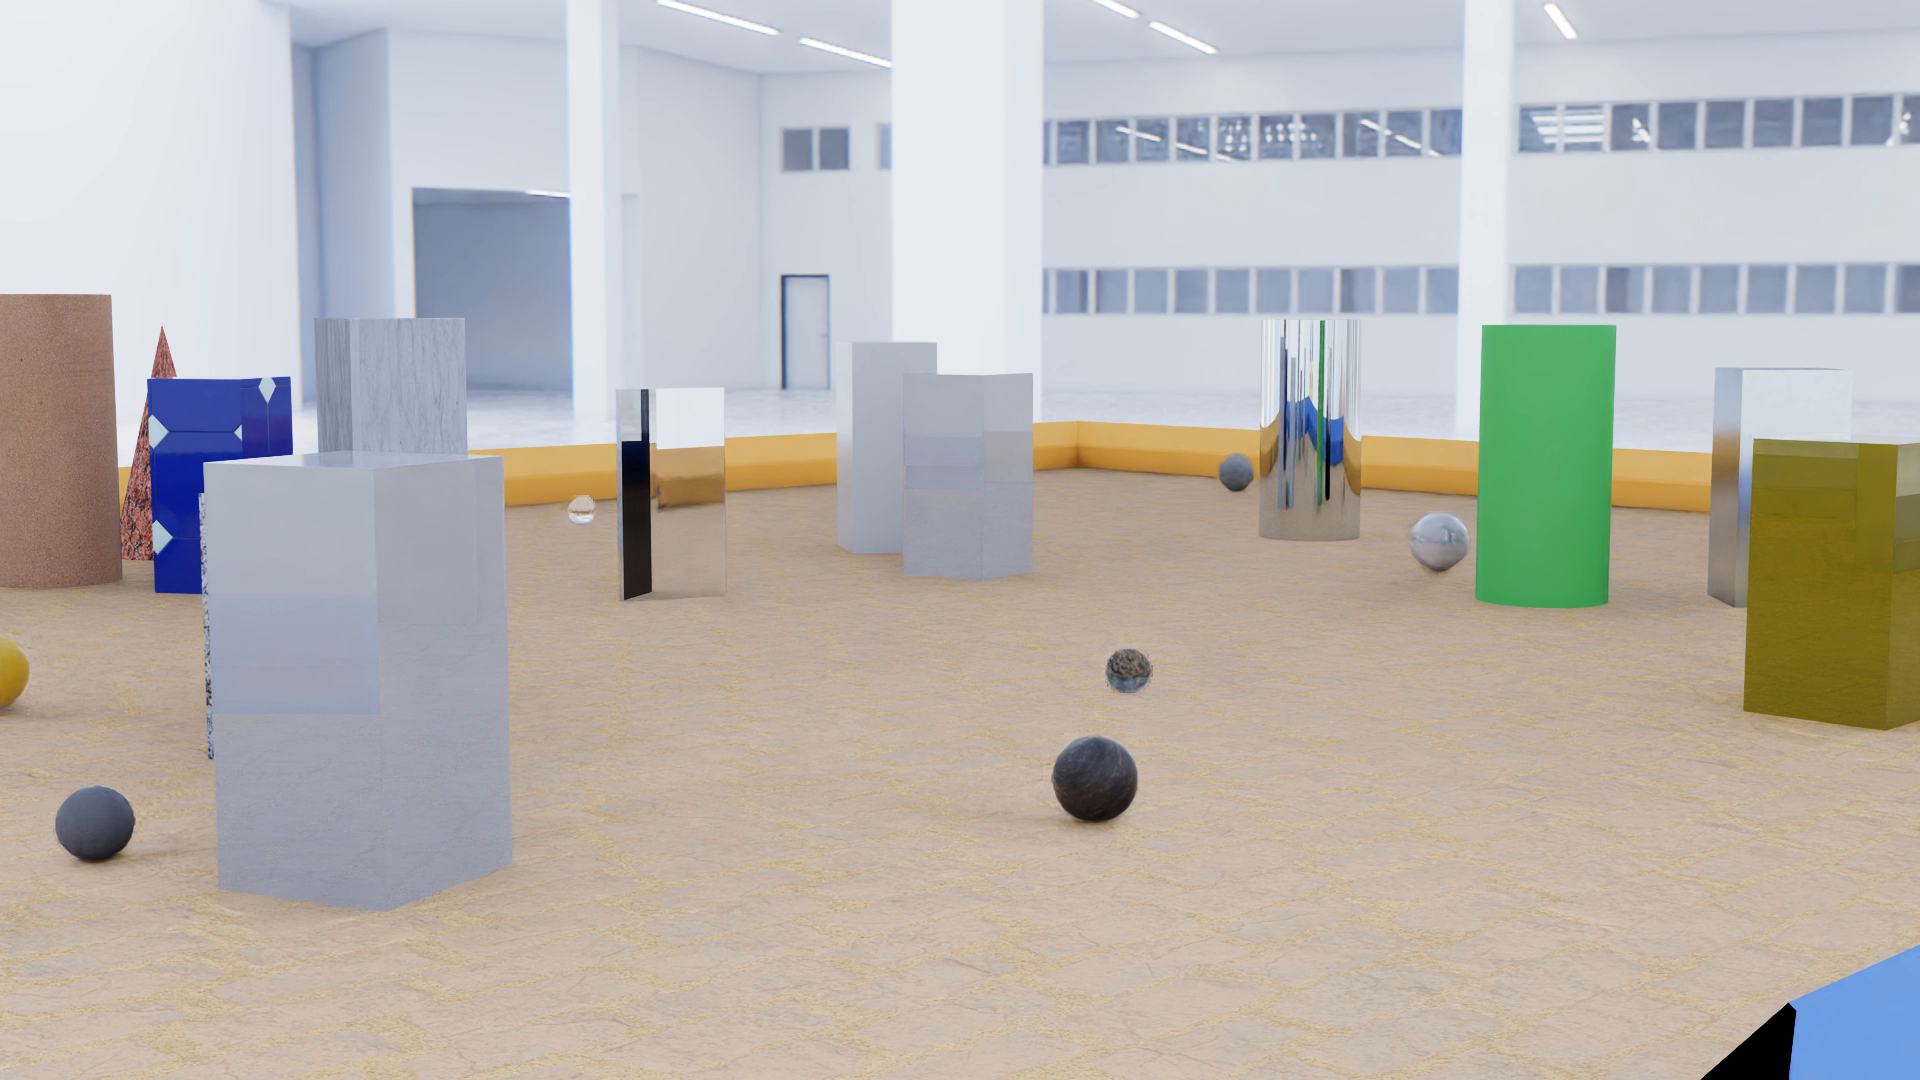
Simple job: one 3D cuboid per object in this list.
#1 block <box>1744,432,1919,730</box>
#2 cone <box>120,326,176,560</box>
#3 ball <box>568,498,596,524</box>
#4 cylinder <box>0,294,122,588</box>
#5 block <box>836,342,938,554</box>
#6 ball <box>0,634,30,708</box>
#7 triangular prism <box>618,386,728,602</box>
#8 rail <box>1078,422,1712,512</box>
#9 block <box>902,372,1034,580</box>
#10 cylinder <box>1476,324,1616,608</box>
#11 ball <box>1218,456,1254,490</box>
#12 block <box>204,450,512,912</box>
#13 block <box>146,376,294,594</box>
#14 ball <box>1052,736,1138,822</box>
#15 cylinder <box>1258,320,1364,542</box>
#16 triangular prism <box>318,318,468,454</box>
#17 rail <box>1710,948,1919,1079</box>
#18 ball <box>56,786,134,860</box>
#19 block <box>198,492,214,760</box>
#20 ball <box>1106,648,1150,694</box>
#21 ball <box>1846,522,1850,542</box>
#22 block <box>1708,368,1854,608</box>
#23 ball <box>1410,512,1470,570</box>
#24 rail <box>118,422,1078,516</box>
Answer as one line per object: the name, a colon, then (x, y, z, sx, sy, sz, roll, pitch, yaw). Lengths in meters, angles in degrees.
block: (0.987, 0.040, 2.437, 0.160, 0.305, 0.160, -6, 8, -44)
cone: (-1.450, -0.184, 4.018, 0.200, 0.423, 0.200, 0, 6, 0)
ball: (-0.793, -0.061, 4.608, 0.057, 0.057, 0.057, 0, 6, 0)
cylinder: (-1.494, -0.167, 3.618, 0.200, 0.472, 0.200, 0, 6, 0)
block: (-0.138, -0.177, 4.124, 0.160, 0.387, 0.160, -1, 6, -14)
ball: (-1.086, 0.147, 2.452, 0.089, 0.089, 0.089, 0, 6, 0)
triangular prism: (-0.477, -0.078, 3.468, 0.173, 0.326, 0.150, -3, 7, -26)
rail: (1.660, -0.125, 4.855, 0.045, 0.130, 3.952, -5, 8, -42)
block: (0.014, -0.113, 3.738, 0.160, 0.340, 0.160, 4, 7, 33)
cylinder: (0.901, -0.118, 3.385, 0.200, 0.423, 0.200, 0, 6, 0)
ball: (0.687, -0.166, 5.464, 0.087, 0.087, 0.087, 0, 6, 0)
block: (-0.467, 0.102, 1.722, 0.160, 0.330, 0.160, 3, 6, 24)
block: (-1.182, -0.091, 3.531, 0.160, 0.339, 0.160, 1, 6, 11)
ball: (0.118, 0.209, 1.922, 0.075, 0.075, 0.075, 0, 6, 0)
cylinder: (0.692, -0.220, 4.342, 0.200, 0.428, 0.200, 0, 6, 0)
triangular prism: (-0.689, -0.039, 2.561, 0.150, 0.436, 0.173, 4, 7, 31)
rail: (1.324, 0.182, 1.905, 4.565, 0.130, 0.045, -5, 8, -42)
ball: (-0.703, 0.230, 1.788, 0.060, 0.060, 0.060, 0, 6, 0)
block: (-0.641, 0.083, 2.209, 0.160, 0.266, 0.160, 3, 7, 30)
ball: (0.196, 0.153, 2.566, 0.053, 0.053, 0.053, 0, 6, 0)
ball: (1.606, -0.018, 4.072, 0.081, 0.081, 0.081, 0, 6, 0)
block: (1.252, -0.083, 3.365, 0.160, 0.357, 0.160, 0, 6, 5)
ball: (0.826, 0.002, 3.788, 0.100, 0.100, 0.100, 0, 6, 0)
rail: (-1.324, -0.115, 4.759, 4.565, 0.130, 0.045, -5, 8, -42)
